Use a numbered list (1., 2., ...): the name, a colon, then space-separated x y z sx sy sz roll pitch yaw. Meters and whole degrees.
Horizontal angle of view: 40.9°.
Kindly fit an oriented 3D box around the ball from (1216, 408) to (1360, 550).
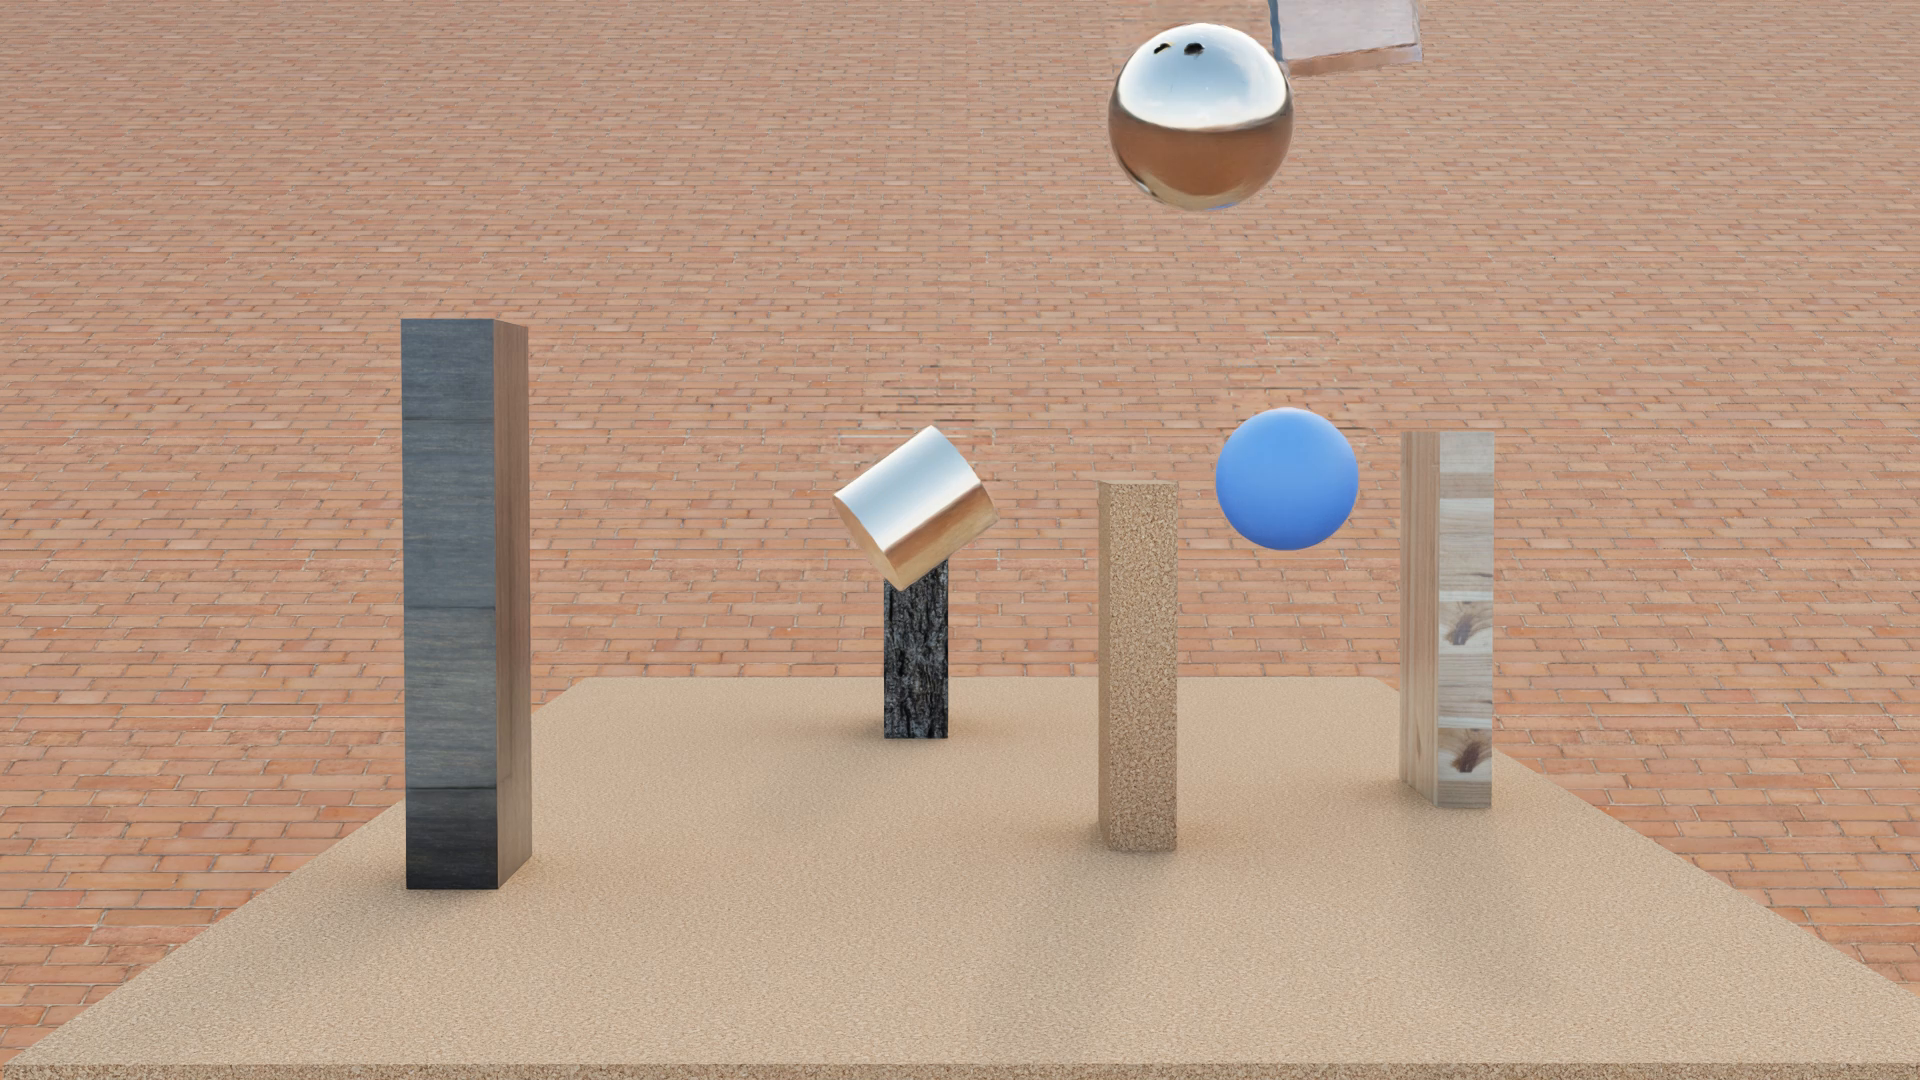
1. ball: 0.355 -0.066 2.795 0.155 0.155 0.155 0 23 0

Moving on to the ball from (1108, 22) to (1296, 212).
1. ball: 0.201 -0.352 2.149 0.156 0.156 0.156 0 23 0

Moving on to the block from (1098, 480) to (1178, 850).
1. block: 0.272 0.183 3.972 0.100 0.545 0.306 0 2 0

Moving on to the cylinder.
1. cylinder: -0.048 -0.034 2.748 0.127 0.127 0.127 -36 32 -9

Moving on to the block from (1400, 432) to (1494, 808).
1. block: 0.836 0.124 4.440 0.089 0.623 0.372 0 2 0

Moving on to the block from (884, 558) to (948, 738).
1. block: -0.090 0.131 5.438 0.130 0.528 0.435 0 2 0

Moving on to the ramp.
1. ramp: 0.053 0.482 4.539 2.000 0.100 4.000 0 2 0

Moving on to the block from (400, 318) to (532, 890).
1. block: -0.692 0.083 3.633 0.125 0.775 0.285 0 2 0

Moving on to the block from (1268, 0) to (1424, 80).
1. block: 0.395 -0.563 2.653 0.140 0.140 0.140 -6 2 14
